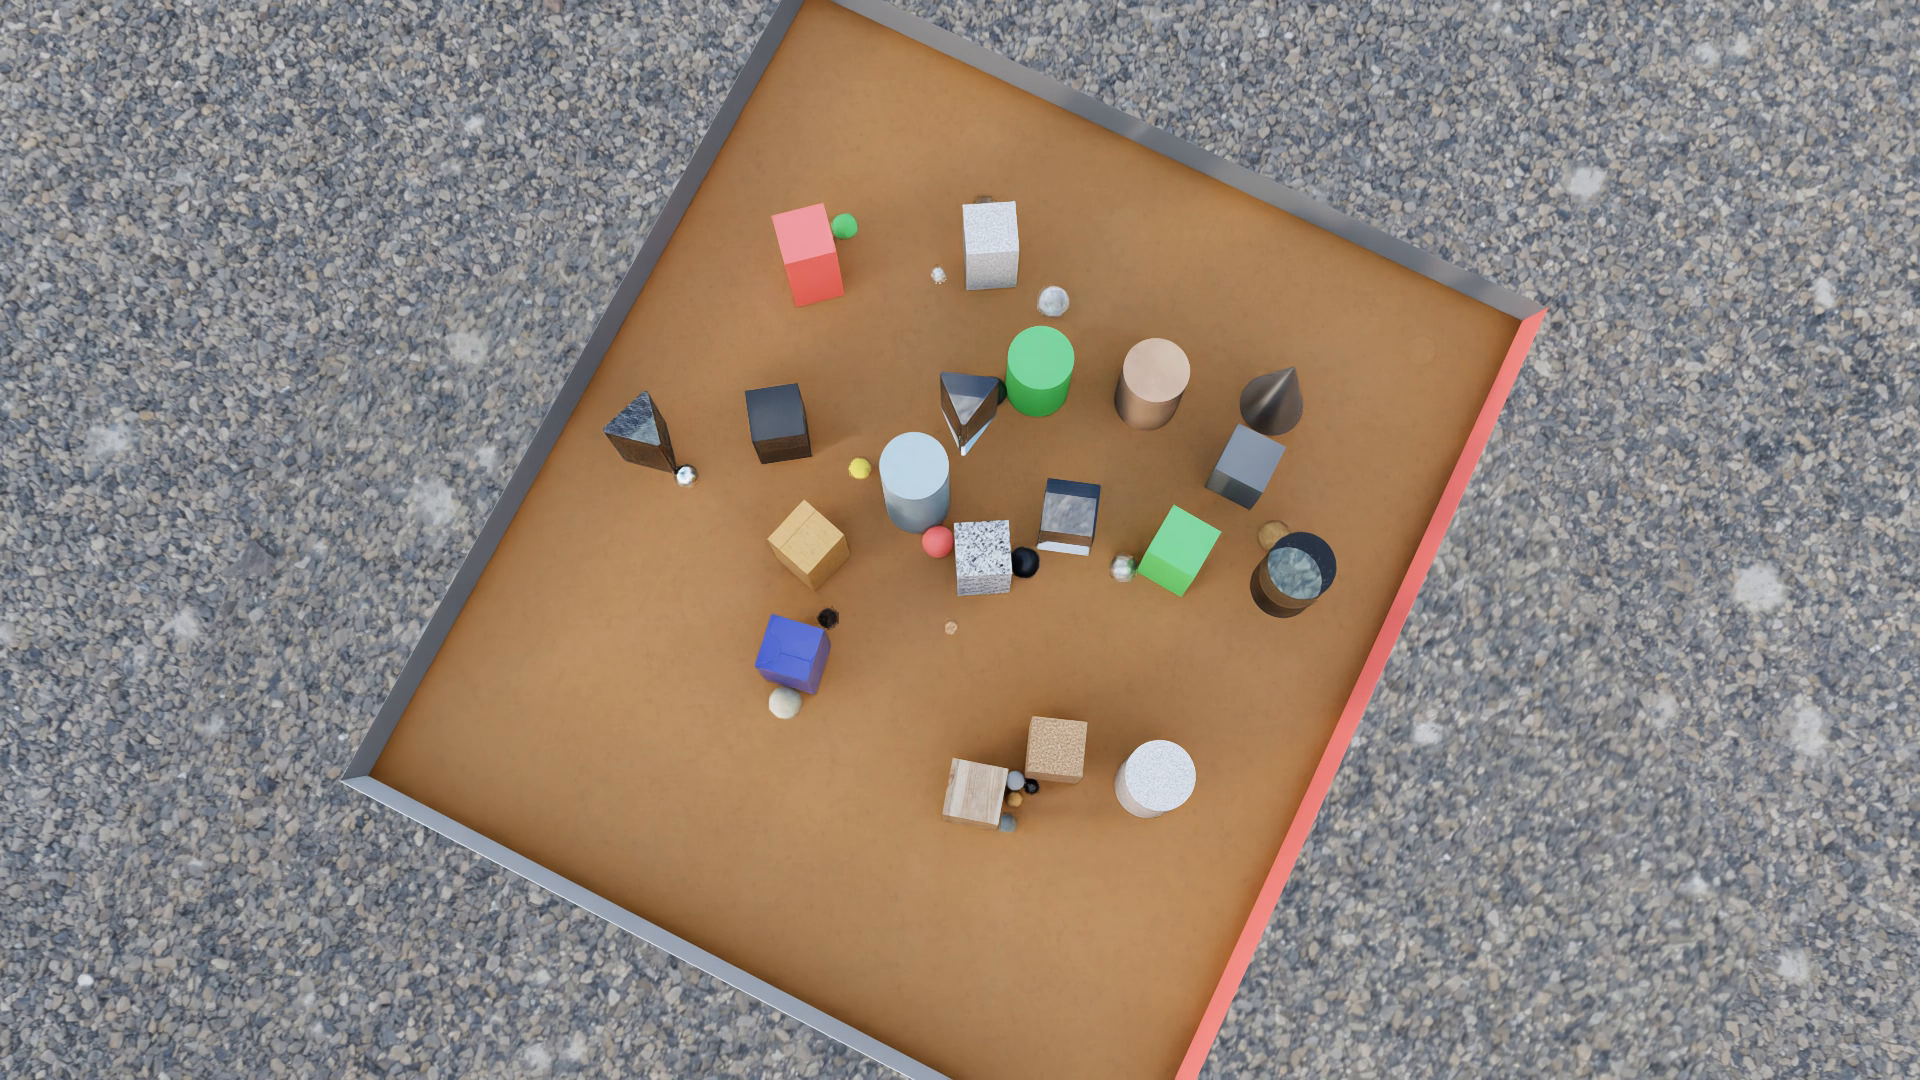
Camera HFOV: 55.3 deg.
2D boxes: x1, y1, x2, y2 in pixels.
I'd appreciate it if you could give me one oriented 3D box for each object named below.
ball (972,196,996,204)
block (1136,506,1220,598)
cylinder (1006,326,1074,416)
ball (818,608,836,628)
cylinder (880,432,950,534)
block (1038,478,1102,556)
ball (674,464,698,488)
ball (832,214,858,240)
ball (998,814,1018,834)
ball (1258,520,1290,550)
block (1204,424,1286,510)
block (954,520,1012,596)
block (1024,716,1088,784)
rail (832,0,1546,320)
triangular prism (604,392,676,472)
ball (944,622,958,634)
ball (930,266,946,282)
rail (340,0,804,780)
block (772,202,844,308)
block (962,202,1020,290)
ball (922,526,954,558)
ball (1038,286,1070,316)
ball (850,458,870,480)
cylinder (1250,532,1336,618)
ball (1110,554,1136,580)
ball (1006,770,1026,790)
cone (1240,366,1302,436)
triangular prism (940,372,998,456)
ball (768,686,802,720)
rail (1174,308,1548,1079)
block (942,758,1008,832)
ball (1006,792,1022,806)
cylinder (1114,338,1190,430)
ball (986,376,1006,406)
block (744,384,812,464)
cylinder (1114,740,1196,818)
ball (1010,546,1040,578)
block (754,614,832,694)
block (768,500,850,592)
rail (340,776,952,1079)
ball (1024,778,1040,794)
[{"bbox_3d":[0.078,-1.036,5.781,0.098,0.098,0.098,0,78,0],"label":"ball"},{"bbox_3d":[0.646,0.036,5.443,0.158,0.325,0.158,30,80,6],"label":"block"},{"bbox_3d":[0.240,-0.509,5.569,0.197,0.300,0.197,0,78,0],"label":"cylinder"},{"bbox_3d":[-0.401,0.236,5.538,0.058,0.058,0.058,0,78,0],"label":"ball"},{"bbox_3d":[-0.130,-0.163,5.411,0.197,0.469,0.197,0,78,0],"label":"cylinder"},{"bbox_3d":[0.324,-0.067,5.488,0.158,0.279,0.158,8,78,2],"label":"block"},{"bbox_3d":[-0.840,-0.195,5.618,0.076,0.076,0.076,0,78,0],"label":"ball"},{"bbox_3d":[-0.365,-0.989,5.781,0.080,0.080,0.080,0,78,0],"label":"ball"},{"bbox_3d":[0.142,0.837,5.413,0.059,0.059,0.059,0,78,0],"label":"ball"},{"bbox_3d":[0.956,-0.013,5.570,0.096,0.096,0.096,0,78,0],"label":"ball"},{"bbox_3d":[0.860,-0.219,5.541,0.158,0.237,0.158,28,80,5],"label":"block"},{"bbox_3d":[0.067,0.056,5.442,0.158,0.318,0.158,-3,78,-1],"label":"block"},{"bbox_3d":[0.278,0.615,5.356,0.158,0.261,0.158,6,78,1],"label":"block"},{"bbox_3d":[0.641,-1.248,5.808,2.589,0.128,0.045,26,80,5],"label":"rail"},{"bbox_3d":[-0.936,-0.332,5.508,0.171,0.348,0.148,15,79,3],"label":"triangular prism"},{"bbox_3d":[-0.027,0.266,5.541,0.041,0.041,0.041,0,78,0],"label":"ball"},{"bbox_3d":[-0.069,-0.838,5.766,0.047,0.047,0.047,0,78,0],"label":"ball"},{"bbox_3d":[-1.137,-0.550,5.664,0.045,0.128,2.912,26,80,5],"label":"rail"},{"bbox_3d":[-0.461,-0.866,5.599,0.158,0.385,0.158,-15,79,-3],"label":"block"},{"bbox_3d":[0.093,-0.902,5.640,0.158,0.319,0.158,-4,78,-1],"label":"block"},{"bbox_3d":[-0.066,0.005,5.565,0.099,0.099,0.099,0,78,0],"label":"ball"},{"bbox_3d":[0.294,-0.744,5.722,0.095,0.095,0.095,0,78,0],"label":"ball"},{"bbox_3d":[-0.306,-0.219,5.629,0.064,0.064,0.064,0,78,0],"label":"ball"},{"bbox_3d":[0.983,0.107,5.424,0.197,0.335,0.197,0,78,0],"label":"cylinder"},{"bbox_3d":[0.495,0.081,5.558,0.082,0.082,0.082,0,78,0],"label":"ball"},{"bbox_3d":[0.164,0.714,5.439,0.059,0.059,0.059,0,78,0],"label":"ball"},{"bbox_3d":[0.969,-0.462,5.501,0.197,0.413,0.197,0,78,0],"label":"cone"},{"bbox_3d":[0.002,-0.408,5.516,0.148,0.362,0.171,36,81,7],"label":"triangular prism"},{"bbox_3d":[-0.523,0.485,5.467,0.097,0.097,0.097,0,78,0],"label":"ball"},{"bbox_3d":[1.137,0.563,5.434,0.045,0.128,2.912,26,80,5],"label":"rail"},{"bbox_3d":[0.043,0.736,5.273,0.158,0.374,0.158,11,79,2],"label":"block"},{"bbox_3d":[0.162,0.768,5.434,0.046,0.046,0.046,0,78,0],"label":"ball"},{"bbox_3d":[0.579,-0.468,5.550,0.197,0.321,0.197,0,78,0],"label":"cylinder"},{"bbox_3d":[0.097,-0.458,5.662,0.096,0.096,0.096,0,78,0],"label":"ball"},{"bbox_3d":[-0.547,-0.350,5.550,0.158,0.273,0.158,-9,78,-2],"label":"block"},{"bbox_3d":[0.558,0.693,5.284,0.197,0.370,0.197,0,78,0],"label":"cylinder"},{"bbox_3d":[0.194,0.068,5.553,0.097,0.097,0.097,0,78,0],"label":"ball"},{"bbox_3d":[-0.488,0.339,5.387,0.158,0.313,0.158,16,79,3],"label":"block"},{"bbox_3d":[-0.447,0.021,5.459,0.158,0.300,0.158,41,81,8],"label":"block"},{"bbox_3d":[-0.641,1.261,5.289,2.589,0.128,0.045,26,80,5],"label":"rail"},{"bbox_3d":[0.212,0.732,5.442,0.045,0.045,0.045,0,78,0],"label":"ball"}]
